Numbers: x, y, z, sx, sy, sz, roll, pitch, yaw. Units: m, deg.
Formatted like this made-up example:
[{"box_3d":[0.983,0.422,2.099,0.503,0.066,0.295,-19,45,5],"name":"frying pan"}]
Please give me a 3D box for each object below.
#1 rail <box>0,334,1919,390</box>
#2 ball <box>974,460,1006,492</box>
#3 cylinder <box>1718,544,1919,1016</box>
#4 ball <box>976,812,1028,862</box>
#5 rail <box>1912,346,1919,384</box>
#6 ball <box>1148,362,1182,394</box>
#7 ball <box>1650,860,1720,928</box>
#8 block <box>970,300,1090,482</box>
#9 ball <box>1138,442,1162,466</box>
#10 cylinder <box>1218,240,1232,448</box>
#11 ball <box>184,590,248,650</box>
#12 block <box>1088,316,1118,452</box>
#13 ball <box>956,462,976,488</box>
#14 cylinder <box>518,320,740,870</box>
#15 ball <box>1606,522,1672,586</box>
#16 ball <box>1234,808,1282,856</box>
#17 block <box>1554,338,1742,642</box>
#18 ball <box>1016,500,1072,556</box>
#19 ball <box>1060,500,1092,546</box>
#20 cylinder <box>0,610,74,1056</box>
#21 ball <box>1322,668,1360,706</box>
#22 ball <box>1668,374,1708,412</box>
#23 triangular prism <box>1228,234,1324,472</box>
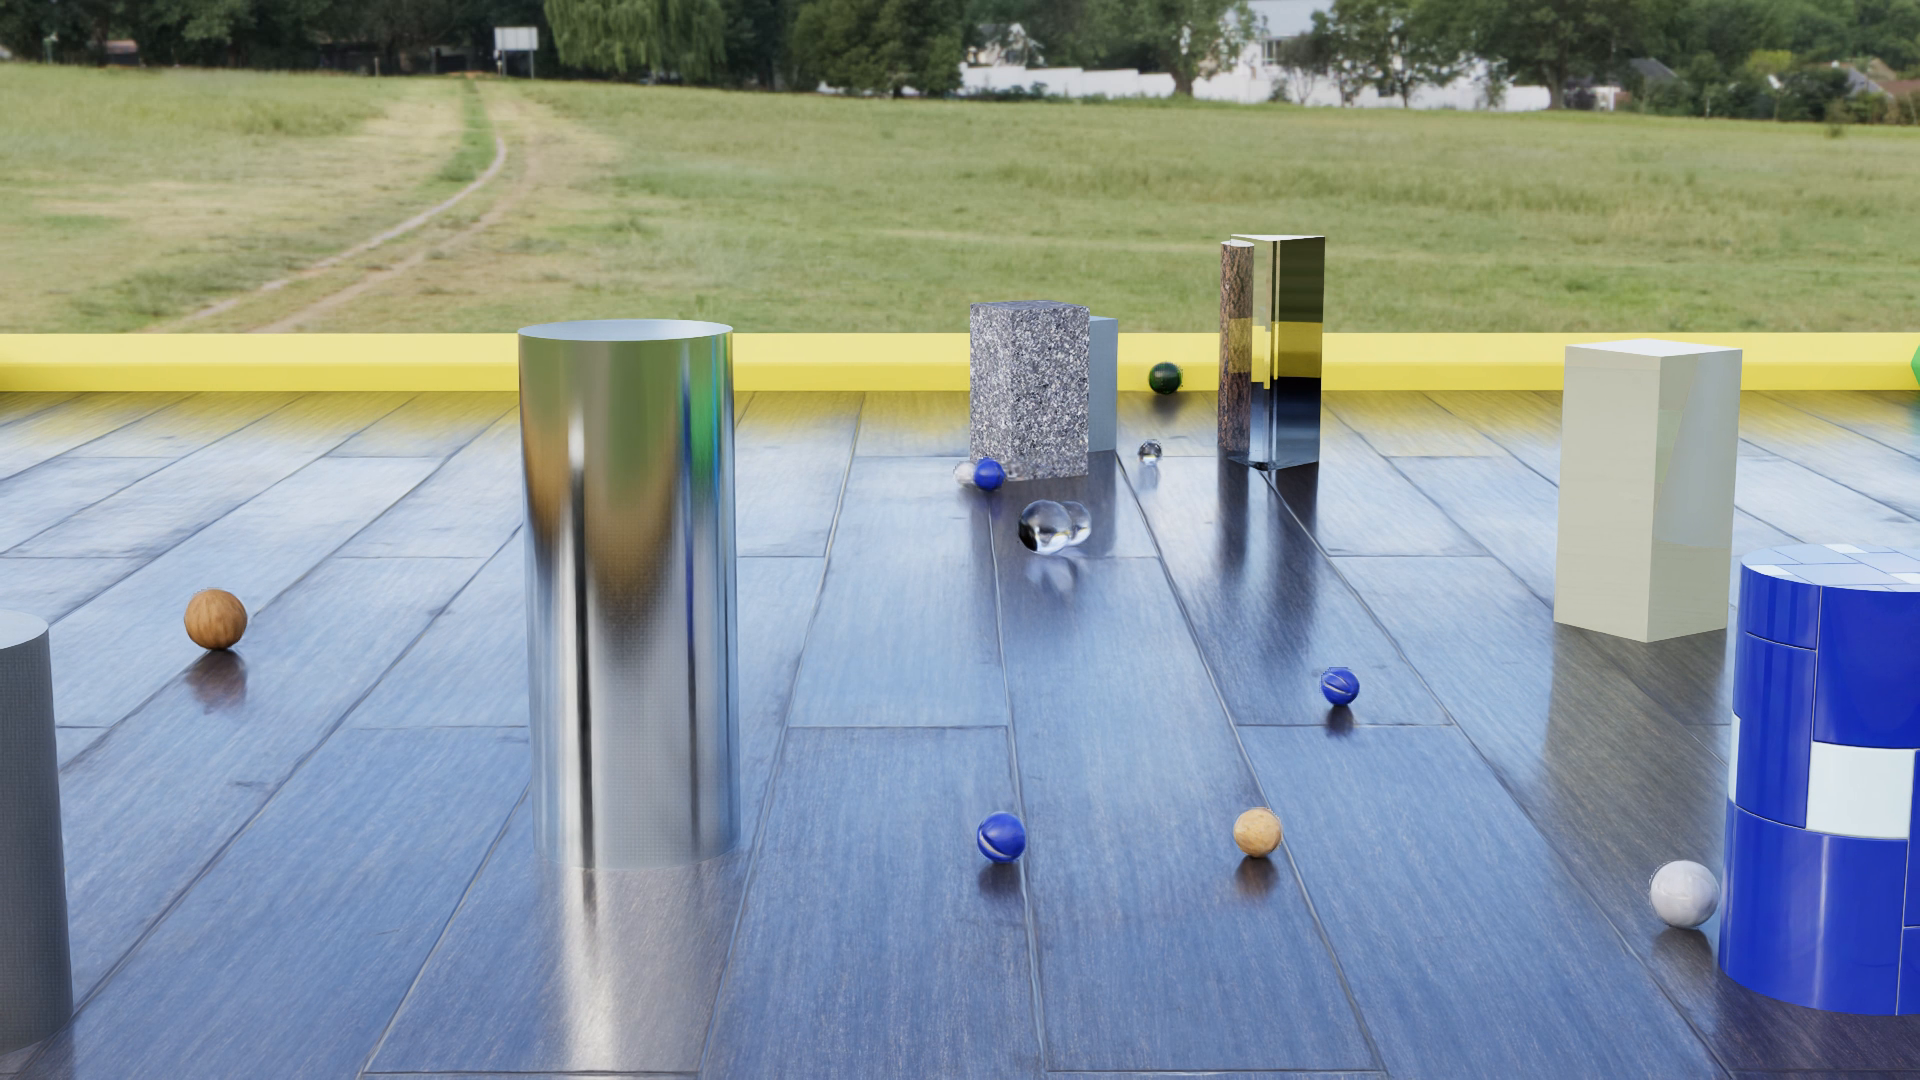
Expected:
[{"box_3d":[-0.014,-0.398,5.777,4.394,0.128,0.045,0,10,0],"name":"rail"},{"box_3d":[0.051,-0.111,4.435,0.054,0.054,0.054,0,10,0],"name":"ball"},{"box_3d":[0.719,0.186,2.058,0.197,0.335,0.197,0,10,0],"name":"cylinder"},{"box_3d":[0.039,0.275,2.371,0.047,0.047,0.047,0,10,0],"name":"ball"},{"box_3d":[2.173,0.031,3.461,0.045,0.128,4.782,0,10,0],"name":"rail"},{"box_3d":[0.458,-0.362,5.730,0.075,0.075,0.075,0,10,0],"name":"ball"},{"box_3d":[0.620,0.303,2.193,0.057,0.057,0.057,0,10,0],"name":"ball"},{"box_3d":[0.124,-0.272,4.620,0.157,0.303,0.157,-5,12,-27],"name":"block"},{"box_3d":[0.350,-0.160,4.723,0.044,0.044,0.044,0,10,0],"name":"ball"},{"box_3d":[0.599,-0.378,4.955,0.197,0.389,0.197,0,10,0],"name":"cylinder"},{"box_3d":[-0.937,0.101,3.230,0.076,0.076,0.076,0,10,0],"name":"ball"},{"box_3d":[0.190,-0.301,4.919,0.157,0.250,0.157,-8,13,-36],"name":"block"},{"box_3d":[0.014,-0.113,4.476,0.043,0.043,0.043,0,10,0],"name":"ball"},{"box_3d":[-0.307,0.046,2.401,0.197,0.486,0.197,0,10,0],"name":"cylinder"},{"box_3d":[0.959,0.020,3.622,0.092,0.092,0.092,0,10,0],"name":"ball"},{"box_3d":[0.277,0.273,2.389,0.044,0.044,0.044,0,10,0],"name":"ball"},{"box_3d":[0.896,-0.069,3.349,0.157,0.367,0.157,-7,13,-34],"name":"block"},{"box_3d":[0.127,-0.019,3.856,0.084,0.084,0.084,0,10,0],"name":"ball"},{"box_3d":[0.168,-0.025,3.927,0.069,0.069,0.069,0,10,0],"name":"ball"},{"box_3d":[-0.786,0.221,1.948,0.197,0.306,0.197,0,10,0],"name":"cylinder"},{"box_3d":[0.438,0.169,2.952,0.043,0.043,0.043,0,10,0],"name":"ball"},{"box_3d":[1.543,-0.310,5.435,0.080,0.080,0.080,0,10,0],"name":"ball"},{"box_3d":[0.556,-0.350,4.729,0.148,0.417,0.170,9,14,41],"name":"triangular prism"}]
